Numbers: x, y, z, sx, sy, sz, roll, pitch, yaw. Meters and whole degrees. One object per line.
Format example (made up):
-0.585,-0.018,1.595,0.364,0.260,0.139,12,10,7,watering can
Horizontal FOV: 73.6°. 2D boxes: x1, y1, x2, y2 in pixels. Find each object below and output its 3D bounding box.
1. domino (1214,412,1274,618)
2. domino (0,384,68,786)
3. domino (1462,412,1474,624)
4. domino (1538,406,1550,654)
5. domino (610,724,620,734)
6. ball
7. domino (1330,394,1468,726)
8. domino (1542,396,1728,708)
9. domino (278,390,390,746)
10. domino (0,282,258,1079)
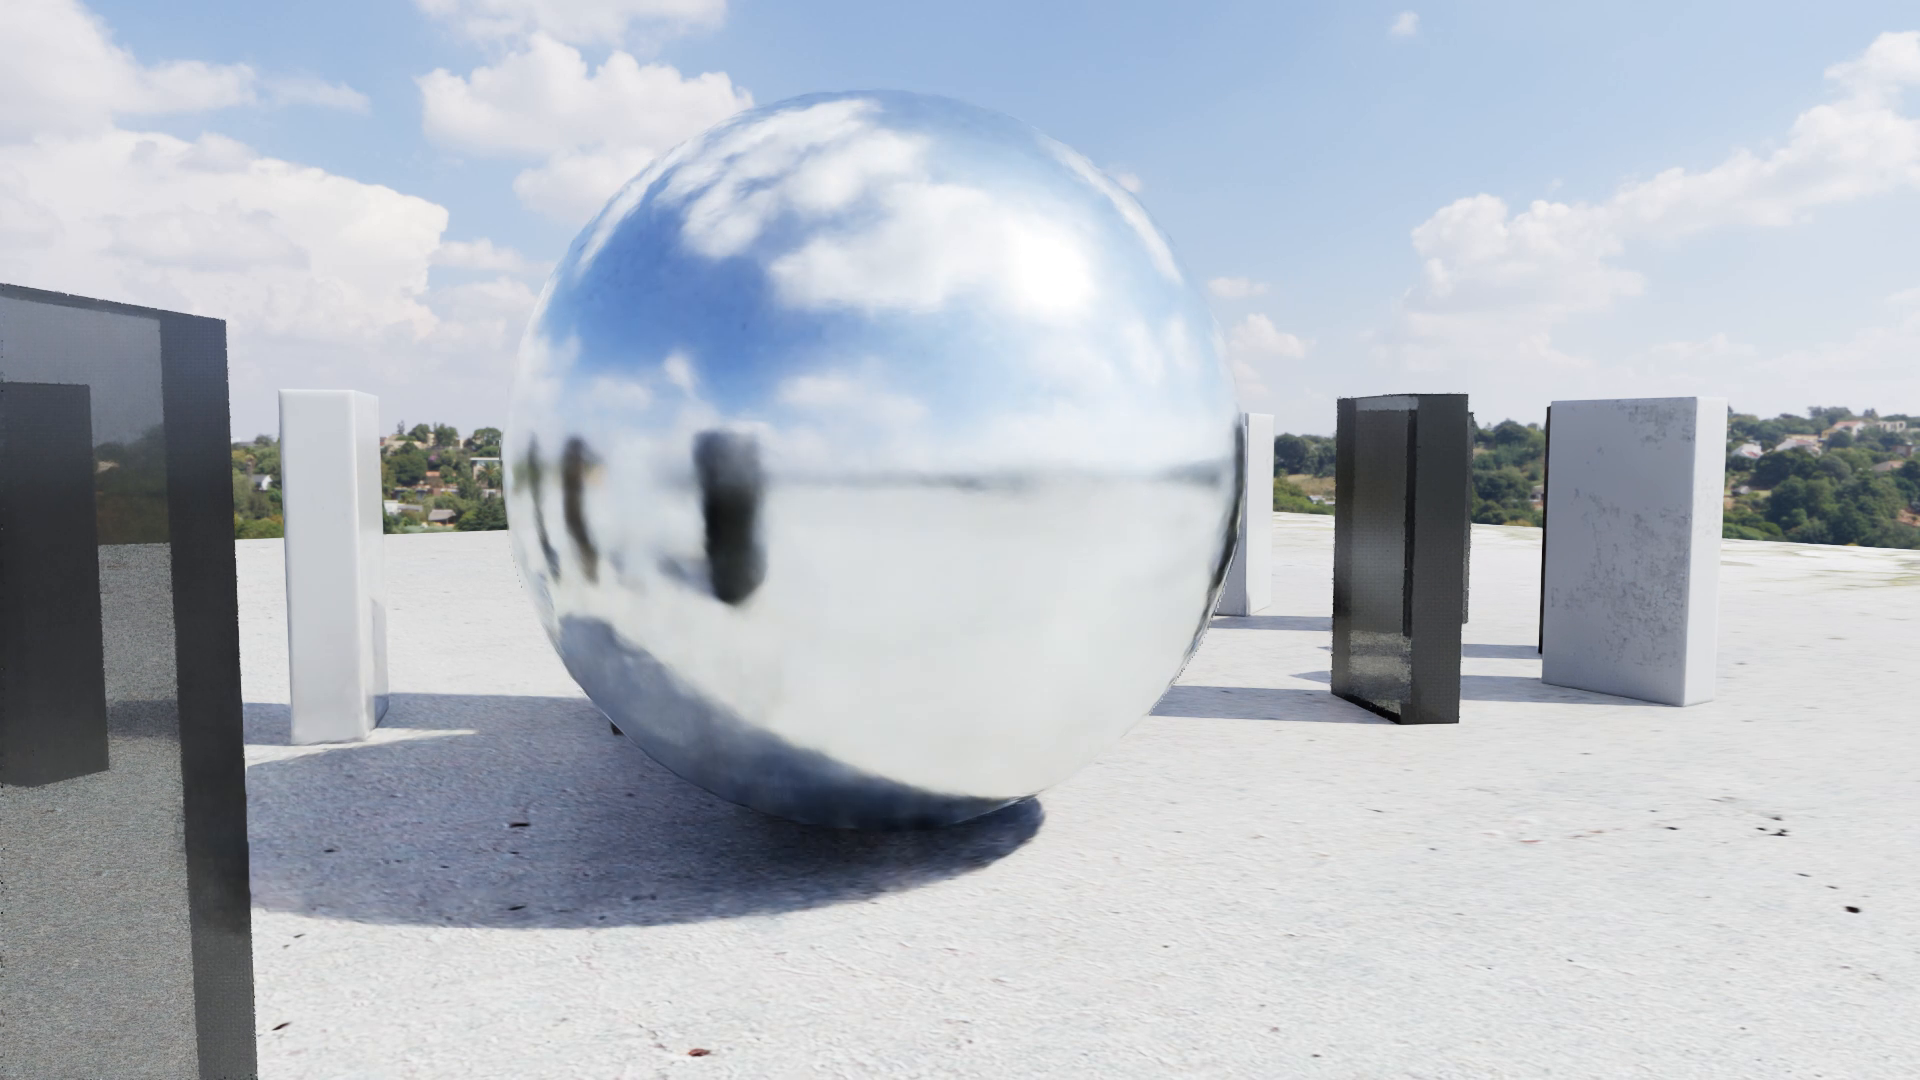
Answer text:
0.072,-0.007,0.327,0.010,0.050,0.025,2,5,28,domino
-0.130,0.005,0.166,0.025,0.050,0.009,2,5,21,domino
0.108,-0.005,0.298,0.025,0.050,0.010,-4,6,-42,domino
0.131,-0.002,0.258,0.025,0.050,0.010,-1,4,-14,domino
-0.052,0.002,0.198,0.010,0.050,0.025,-12,5,-3,domino
-0.009,-0.008,0.143,0.080,0.080,0.080,0,4,0,ball
0.070,0.002,0.205,0.010,0.050,0.025,-1,4,-8,domino
0.114,0.001,0.218,0.009,0.050,0.025,-3,5,-32,domino
-0.093,0.003,0.192,0.010,0.050,0.025,-1,4,-17,domino
-0.049,0.012,0.067,0.010,0.050,0.025,0,4,0,domino
